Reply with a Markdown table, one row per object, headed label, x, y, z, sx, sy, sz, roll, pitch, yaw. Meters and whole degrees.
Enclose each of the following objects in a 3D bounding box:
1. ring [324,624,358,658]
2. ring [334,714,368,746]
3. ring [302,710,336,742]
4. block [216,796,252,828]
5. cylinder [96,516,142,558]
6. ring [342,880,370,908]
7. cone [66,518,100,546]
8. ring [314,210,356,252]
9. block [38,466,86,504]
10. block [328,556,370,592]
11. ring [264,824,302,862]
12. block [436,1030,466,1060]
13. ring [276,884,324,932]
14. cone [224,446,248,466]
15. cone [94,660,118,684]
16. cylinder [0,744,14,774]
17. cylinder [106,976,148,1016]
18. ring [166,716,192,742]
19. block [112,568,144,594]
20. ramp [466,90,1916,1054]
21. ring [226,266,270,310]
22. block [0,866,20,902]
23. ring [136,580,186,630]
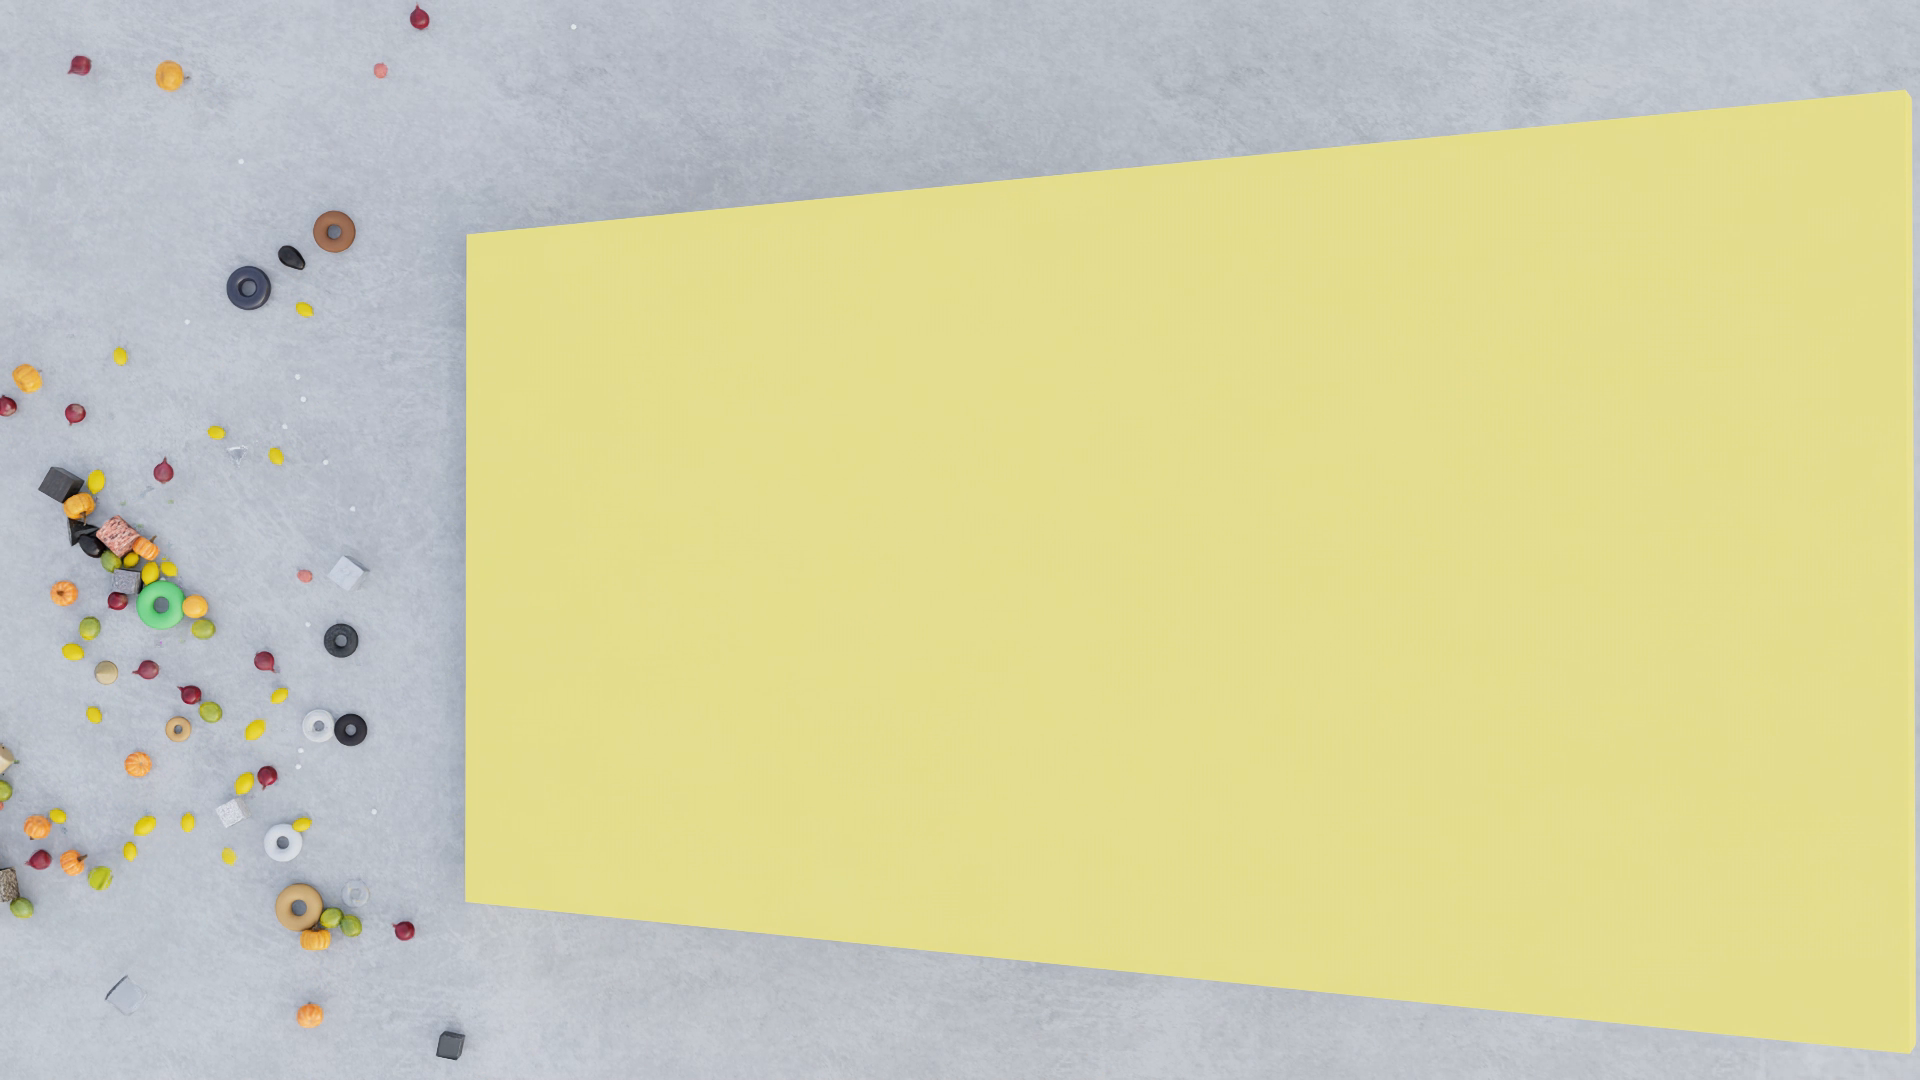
| label | x | y | z | sx | sy | sz | roll | pitch | yaw |
| --- | --- | --- | --- | --- | --- | --- | --- | --- | --- |
| ring | -1.874 | 0.305 | 6.659 | 0.105 | 0.035 | 0.105 | 0 | 91 | -1 |
| ring | -1.845 | 0.575 | 6.657 | 0.100 | 0.033 | 0.100 | 0 | 91 | 0 |
| ring | -1.940 | 0.563 | 6.657 | 0.100 | 0.033 | 0.100 | 0 | 90 | -1 |
| block | -2.193 | 0.822 | 6.639 | 0.065 | 0.065 | 0.065 | -28 | 90 | 0 |
| cylinder | -2.537 | -0.011 | 6.634 | 0.091 | 0.091 | 0.091 | 44 | 90 | 0 |
| ring | -1.830 | 1.072 | 6.655 | 0.087 | 0.029 | 0.087 | 0 | 89 | -1 |
| cone | -2.649 | -0.030 | 6.659 | 0.091 | 0.091 | 0.091 | -8 | 89 | -27 |
| ring | -1.897 | -0.935 | 6.667 | 0.128 | 0.043 | 0.128 | 0 | 90 | -1 |
| block | -2.713 | -0.165 | 6.640 | 0.081 | 0.081 | 0.081 | 30 | 90 | 0 |
| block | -1.845 | 0.102 | 6.639 | 0.079 | 0.079 | 0.079 | 38 | 90 | 0 |
| ring | -2.048 | 0.915 | 6.651 | 0.117 | 0.039 | 0.117 | 0 | 90 | 1 |
| block | -1.536 | 1.525 | 6.633 | 0.064 | 0.064 | 0.064 | 11 | 89 | 0 |
| ring | -1.996 | 1.110 | 6.645 | 0.146 | 0.049 | 0.146 | 0 | 89 | 1 |
| cone | -2.184 | -0.266 | 6.667 | 0.067 | 0.067 | 0.067 | -39 | 90 | -27 |
| cone | -2.592 | 0.403 | 6.638 | 0.074 | 0.074 | 0.074 | 0 | 89 | 0 |
| cylinder | -2.916 | 0.668 | 6.630 | 0.085 | 0.085 | 0.085 | 45 | 90 | 0 |
| cylinder | -2.510 | 1.375 | 6.623 | 0.086 | 0.086 | 0.086 | 40 | 90 | 0 |
| ring | -2.368 | 0.573 | 6.661 | 0.078 | 0.026 | 0.078 | 0 | 88 | 0 |
| block | -2.513 | 0.125 | 6.644 | 0.067 | 0.067 | 0.067 | 8 | 89 | 0 |
| ramp | 0.268 | 0.074 | 5.620 | 4.000 | 0.100 | 2.000 | 0 | 89 | 30 |
| ring | -2.155 | -0.763 | 6.664 | 0.136 | 0.045 | 0.136 | 0 | 88 | 1 |
| block | -2.905 | 1.045 | 6.622 | 0.094 | 0.094 | 0.094 | -11 | 89 | 0 |
| ring | -2.416 | 0.197 | 6.653 | 0.149 | 0.050 | 0.149 | 0 | 88 | -1 |
